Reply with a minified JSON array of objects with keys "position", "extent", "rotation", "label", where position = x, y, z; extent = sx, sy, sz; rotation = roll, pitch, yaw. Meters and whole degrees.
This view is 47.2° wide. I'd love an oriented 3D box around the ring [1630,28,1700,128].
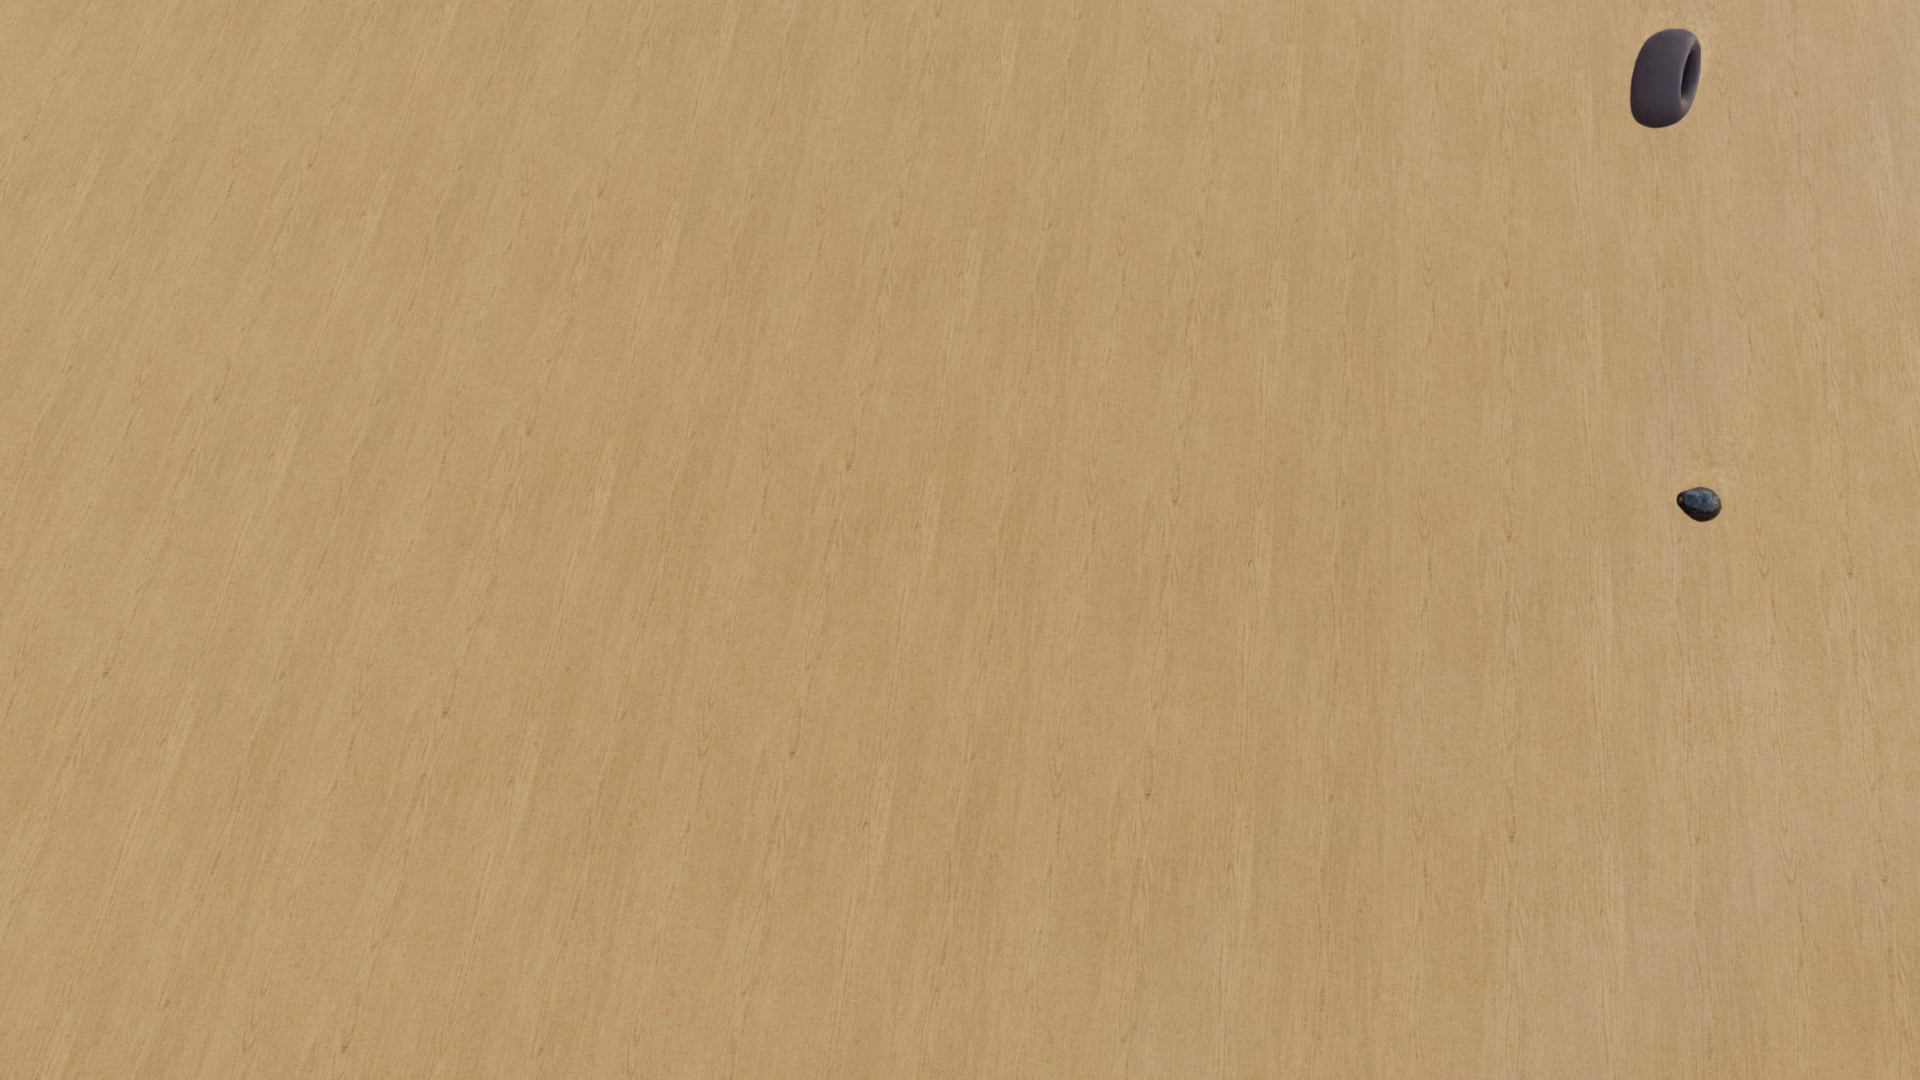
[{"position":[1.329,-0.870,4.140],"extent":[0.095,0.123,0.210],"rotation":[6,66,37],"label":"ring"}]
